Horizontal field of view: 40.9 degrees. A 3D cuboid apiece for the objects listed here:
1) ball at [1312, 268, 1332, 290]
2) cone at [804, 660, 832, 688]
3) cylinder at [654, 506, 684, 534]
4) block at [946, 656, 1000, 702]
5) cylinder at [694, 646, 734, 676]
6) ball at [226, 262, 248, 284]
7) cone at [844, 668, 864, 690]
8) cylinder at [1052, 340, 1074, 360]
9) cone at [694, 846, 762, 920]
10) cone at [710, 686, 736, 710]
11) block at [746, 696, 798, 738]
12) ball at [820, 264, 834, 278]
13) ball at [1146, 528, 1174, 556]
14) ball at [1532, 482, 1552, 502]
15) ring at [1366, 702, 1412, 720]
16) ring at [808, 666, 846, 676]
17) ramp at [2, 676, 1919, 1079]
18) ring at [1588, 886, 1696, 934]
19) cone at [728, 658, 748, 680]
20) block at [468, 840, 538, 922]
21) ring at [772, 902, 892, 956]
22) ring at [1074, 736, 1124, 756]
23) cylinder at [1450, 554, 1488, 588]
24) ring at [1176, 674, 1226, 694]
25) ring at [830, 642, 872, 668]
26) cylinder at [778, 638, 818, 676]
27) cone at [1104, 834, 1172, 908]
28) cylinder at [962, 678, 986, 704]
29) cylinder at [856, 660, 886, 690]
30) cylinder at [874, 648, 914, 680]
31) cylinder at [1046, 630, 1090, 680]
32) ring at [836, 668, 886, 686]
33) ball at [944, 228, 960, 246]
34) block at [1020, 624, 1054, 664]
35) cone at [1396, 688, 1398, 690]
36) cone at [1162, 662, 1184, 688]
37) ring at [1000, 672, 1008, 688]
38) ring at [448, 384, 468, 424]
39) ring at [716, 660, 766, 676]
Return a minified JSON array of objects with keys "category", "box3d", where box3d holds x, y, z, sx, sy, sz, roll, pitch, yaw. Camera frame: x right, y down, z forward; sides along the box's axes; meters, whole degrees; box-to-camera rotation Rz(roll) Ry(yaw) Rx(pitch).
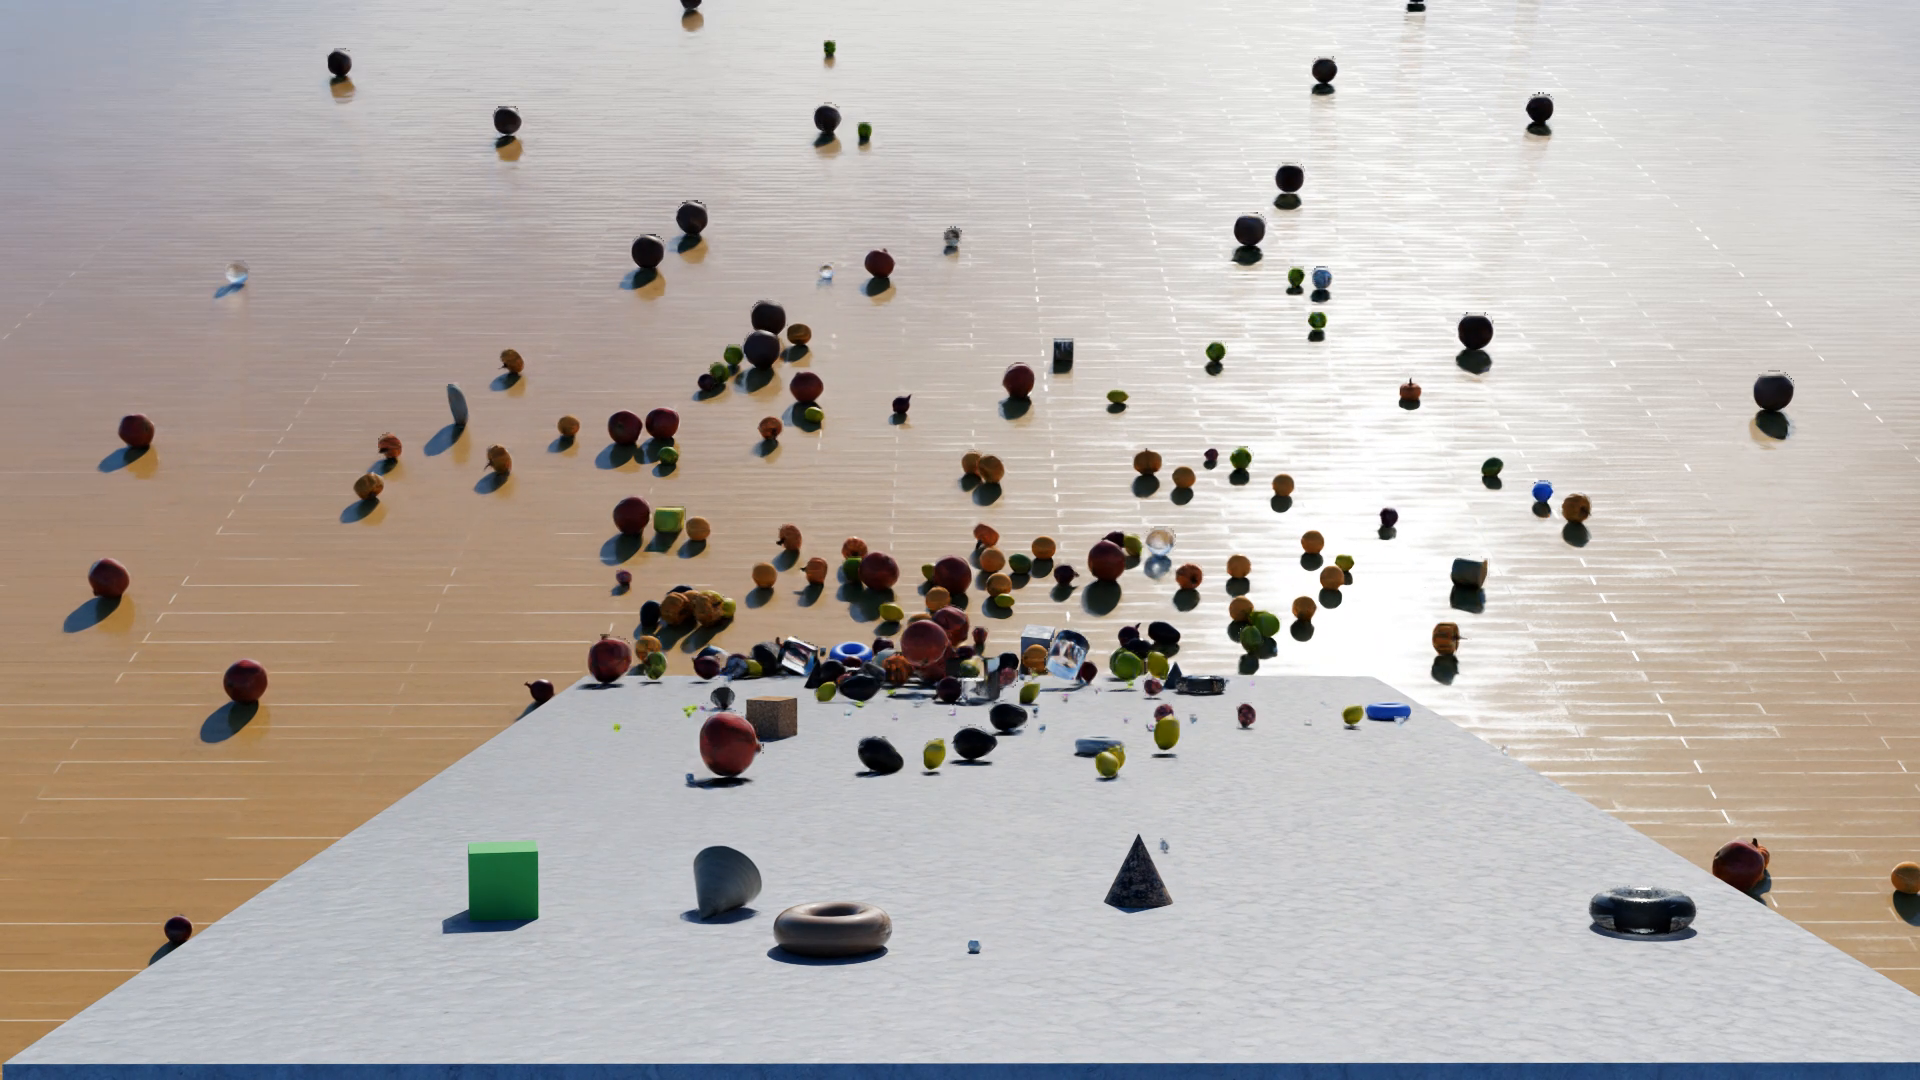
[{"category":"ball","box3d":[1.383,-0.998,9.833,0.082,0.082,0.082,0,23,0]},{"category":"cone","box3d":[-0.344,0.322,6.253,0.070,0.070,0.070,0,2,0]},{"category":"cylinder","box3d":[-0.863,-0.060,7.631,0.073,0.073,0.073,14,25,9]},{"category":"block","box3d":[0.031,0.321,5.965,0.095,0.095,0.095,1,3,26]},{"category":"cylinder","box3d":[-0.626,0.333,6.684,0.092,0.092,0.092,-17,28,-35]},{"category":"ball","box3d":[-2.778,-1.026,9.892,0.086,0.086,0.086,0,23,0]},{"category":"cone","box3d":[-0.254,0.347,6.190,0.054,0.054,0.054,1,29,2]},{"category":"cylinder","box3d":[0.365,-0.670,9.074,0.070,0.070,0.070,-4,22,9]},{"category":"cone","box3d":[-0.317,0.461,3.312,0.096,0.096,0.096,7,31,16]},{"category":"cone","box3d":[-0.527,0.366,5.745,0.056,0.056,0.056,-4,30,-9]},{"category":"block","box3d":[-0.384,0.362,5.255,0.076,0.076,0.076,1,3,26]},{"category":"ball","box3d":[-0.514,-1.042,9.969,0.056,0.056,0.056,0,23,0]},{"category":"ball","box3d":[0.581,0.005,7.469,0.081,0.081,0.081,0,23,0]},{"category":"ball","box3d":[1.777,-0.146,7.850,0.062,0.062,0.062,0,23,0]},{"category":"ring","box3d":[0.926,0.370,5.565,0.097,0.032,0.097,-1,3,0]},{"category":"ring","box3d":[-0.331,0.367,6.664,0.139,0.046,0.139,-1,24,0]},{"category":"ramp","box3d":[0.053,0.480,4.538,2.000,0.100,4.000,0,2,0]},{"category":"ring","box3d":[0.856,0.464,3.229,0.131,0.044,0.131,-1,2,0]},{"category":"cone","box3d":[-0.569,0.335,6.444,0.060,0.060,0.060,9,32,20]},{"category":"block","box3d":[-0.590,0.439,3.321,0.087,0.087,0.087,-1,3,-12]},{"category":"ring","box3d":[-0.153,0.468,3.099,0.144,0.048,0.144,-1,3,0]},{"category":"ring","box3d":[0.269,0.396,4.961,0.098,0.033,0.098,1,2,0]},{"category":"cylinder","box3d":[1.437,0.089,7.266,0.082,0.082,0.082,11,26,26]},{"category":"ring","box3d":[0.571,0.342,6.114,0.121,0.040,0.121,-1,1,0]},{"category":"ring","box3d":[-0.288,0.306,6.815,0.116,0.039,0.116,1,24,0]},{"category":"cylinder","box3d":[-0.413,0.297,6.561,0.076,0.076,0.076,23,30,18]},{"category":"cone","box3d":[0.236,0.432,3.402,0.092,0.092,0.092,0,2,0]},{"category":"cylinder","box3d":[0.033,0.346,5.883,0.054,0.054,0.054,0,2,0]},{"category":"cylinder","box3d":[-0.213,0.324,6.176,0.054,0.054,0.054,28,20,-11]},{"category":"cylinder","box3d":[-0.166,0.311,6.440,0.074,0.074,0.074,-13,8,-27]},{"category":"cylinder","box3d":[0.260,0.278,6.248,0.085,0.085,0.085,9,49,21]},{"category":"ring","box3d":[-0.243,0.335,6.297,0.120,0.040,0.120,1,1,0]},{"category":"ball","box3d":[-0.031,-1.223,10.380,0.066,0.066,0.066,0,23,0]},{"category":"block","box3d":[0.207,0.278,6.832,0.077,0.077,0.077,5,23,11]},{"category":"cone","box3d":[1.114,0.402,6.572,0.053,0.053,0.053,0,23,0]},{"category":"cone","box3d":[0.522,0.324,6.230,0.067,0.067,0.067,0,2,0]},{"category":"ring","box3d":[0.053,0.338,6.203,0.124,0.041,0.124,1,3,0]},{"category":"ring","box3d":[-1.650,-0.445,8.461,0.045,0.136,0.136,-15,26,-16]},{"category":"ring","box3d":[-0.566,0.355,6.600,0.145,0.145,0.048,-11,65,-25]}]
